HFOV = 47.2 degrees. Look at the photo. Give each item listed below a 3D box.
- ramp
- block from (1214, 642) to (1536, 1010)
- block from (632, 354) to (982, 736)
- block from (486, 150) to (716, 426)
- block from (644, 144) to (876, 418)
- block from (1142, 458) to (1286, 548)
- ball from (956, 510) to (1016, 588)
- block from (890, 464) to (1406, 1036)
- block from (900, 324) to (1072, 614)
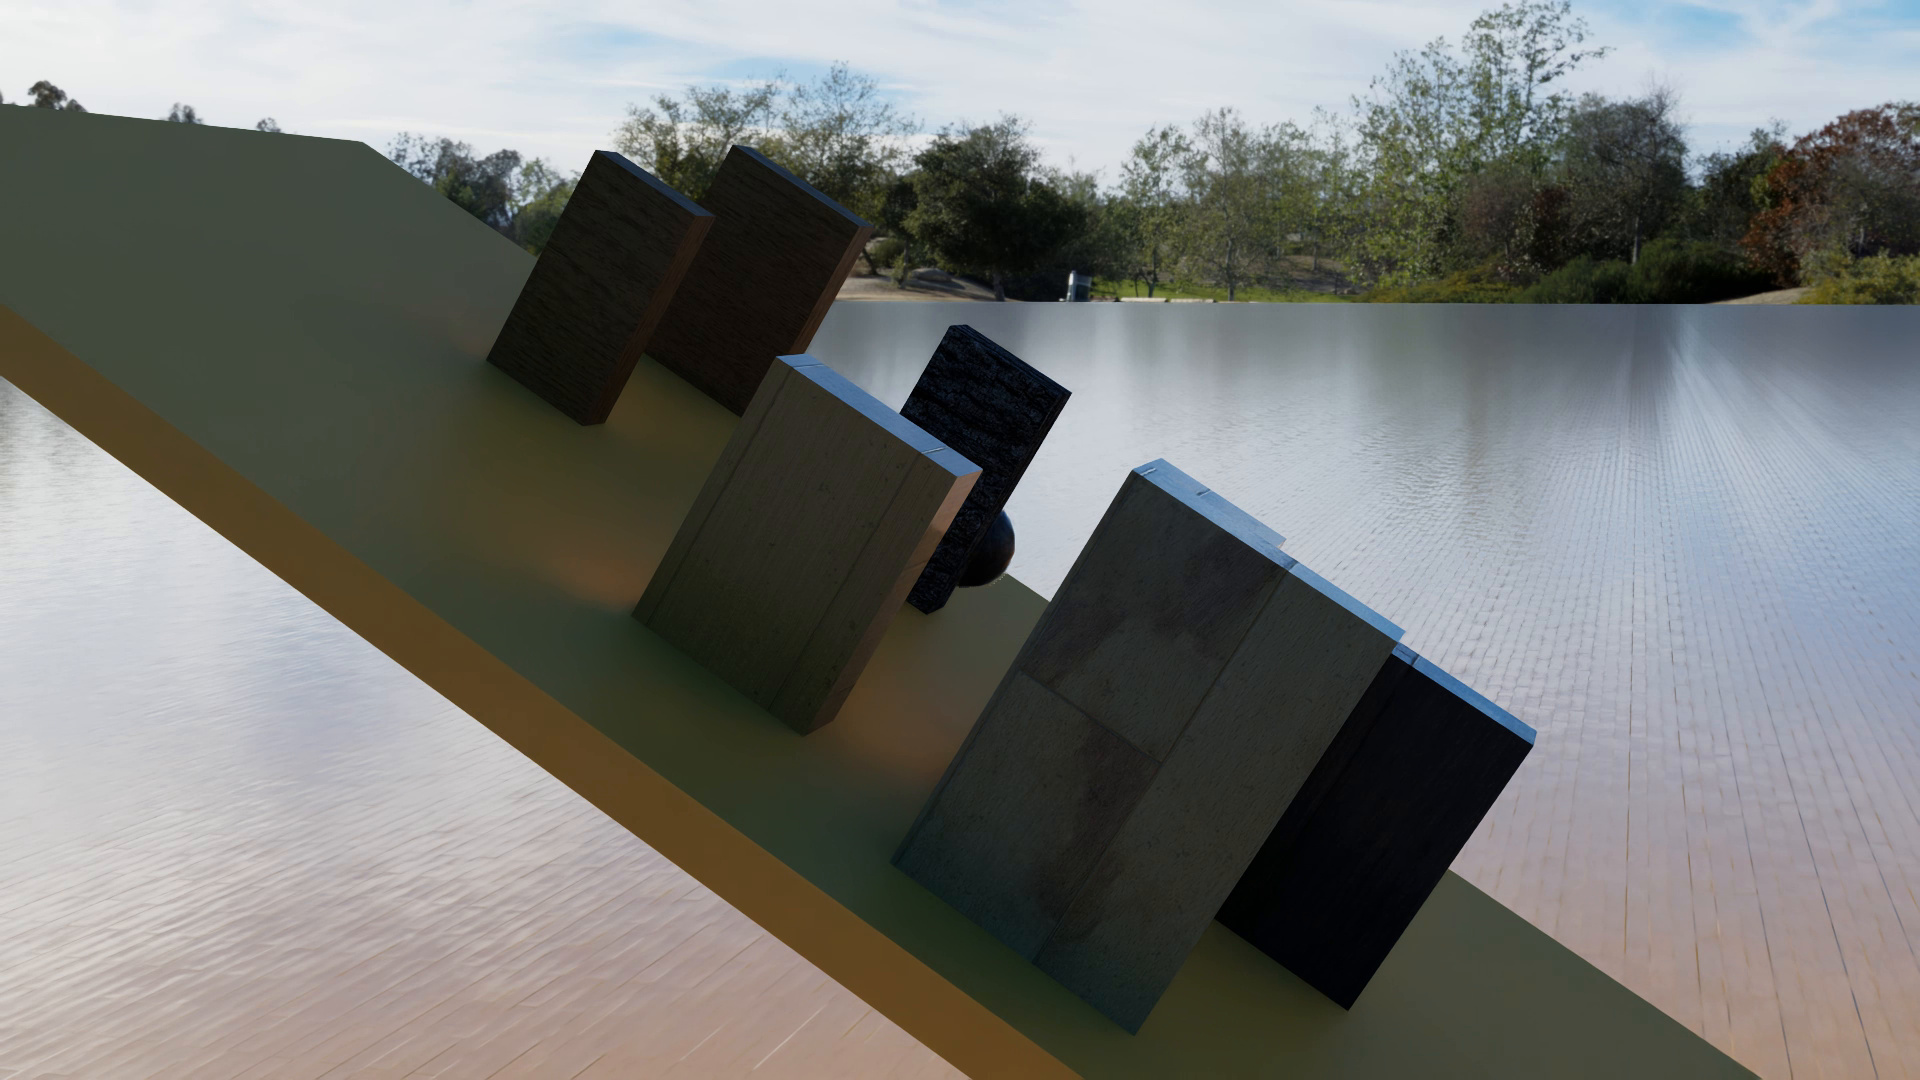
[{"bbox_3d":[-0.160,0.265,4.116,4.000,0.100,2.000,34,15,11],"label":"ramp"},{"bbox_3d":[0.685,0.473,3.781,0.338,0.564,0.122,34,15,11],"label":"block"},{"bbox_3d":[-0.253,0.005,3.595,0.354,0.503,0.141,34,15,11],"label":"block"},{"bbox_3d":[-0.716,-0.500,4.377,0.248,0.483,0.097,34,15,11],"label":"block"},{"bbox_3d":[-0.482,-0.586,5.044,0.355,0.521,0.106,34,15,11],"label":"block"},{"bbox_3d":[0.248,0.210,3.614,0.245,0.652,0.145,34,15,11],"label":"block"},{"bbox_3d":[0.020,0.003,4.737,0.199,0.199,0.199,0,7,0],"label":"ball"},{"bbox_3d":[0.265,0.307,3.222,0.443,0.705,0.103,34,15,11],"label":"block"},{"bbox_3d":[-0.027,-0.144,4.480,0.262,0.526,0.114,34,15,11],"label":"block"}]
